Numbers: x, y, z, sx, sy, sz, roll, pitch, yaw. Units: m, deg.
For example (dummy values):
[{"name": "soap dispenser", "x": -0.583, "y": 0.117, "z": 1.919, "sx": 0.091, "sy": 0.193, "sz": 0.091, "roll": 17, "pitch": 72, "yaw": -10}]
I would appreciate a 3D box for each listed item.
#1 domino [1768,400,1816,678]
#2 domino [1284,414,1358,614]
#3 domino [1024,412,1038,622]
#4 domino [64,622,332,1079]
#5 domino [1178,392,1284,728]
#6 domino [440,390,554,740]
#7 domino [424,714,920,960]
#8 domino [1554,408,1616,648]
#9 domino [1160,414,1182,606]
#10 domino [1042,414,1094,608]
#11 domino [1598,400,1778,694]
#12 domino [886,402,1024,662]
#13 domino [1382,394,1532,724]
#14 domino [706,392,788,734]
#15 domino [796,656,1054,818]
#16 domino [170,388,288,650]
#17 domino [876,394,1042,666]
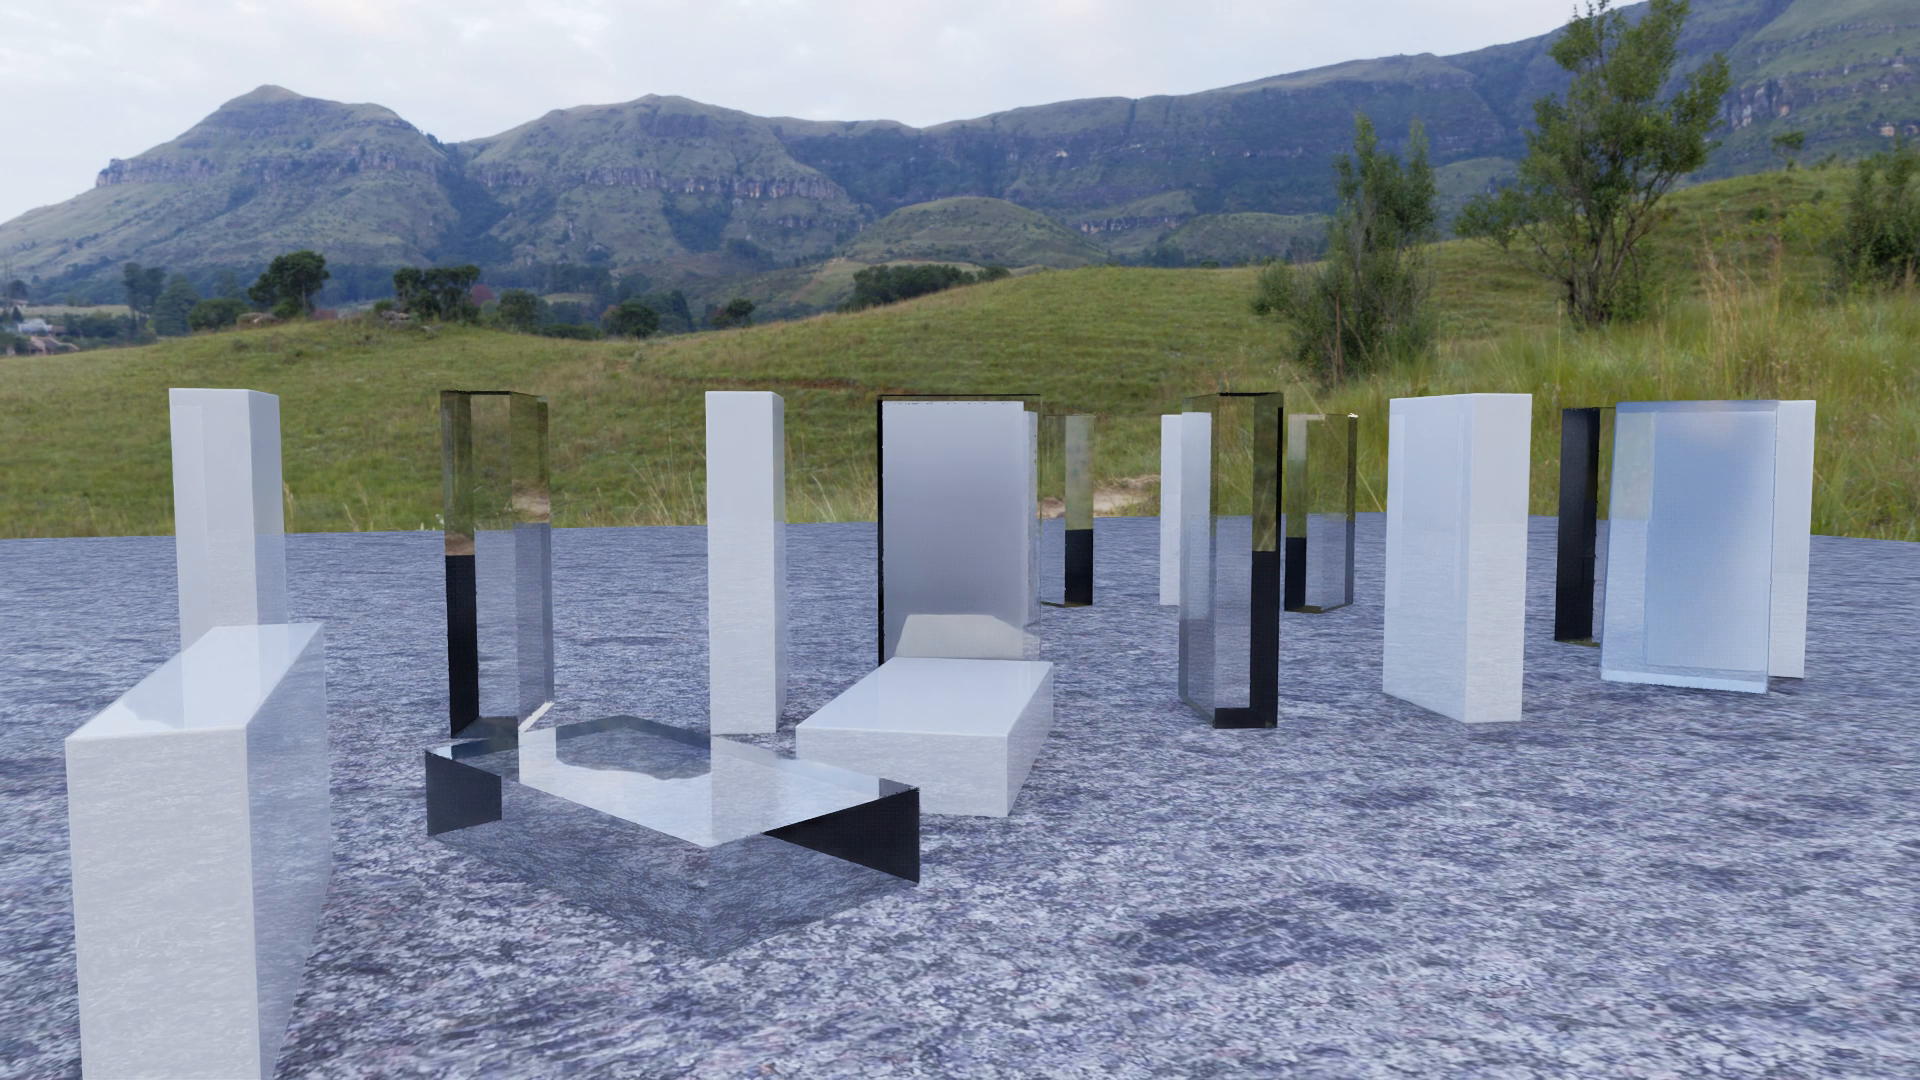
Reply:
[{"name": "domino", "x": 0.143, "y": -0.001, "z": 0.240, "sx": 0.025, "sy": 0.050, "sz": 0.009, "roll": 2, "pitch": 3, "yaw": 24}, {"name": "domino", "x": 0.094, "y": -0.007, "z": 0.332, "sx": 0.009, "sy": 0.050, "sz": 0.025, "roll": 3, "pitch": 5, "yaw": 35}, {"name": "domino", "x": 0.006, "y": -0.006, "z": 0.312, "sx": 0.025, "sy": 0.050, "sz": 0.009, "roll": 1, "pitch": 4, "yaw": 16}, {"name": "domino", "x": -0.058, "y": 0.022, "z": 0.102, "sx": 0.009, "sy": 0.025, "sz": 0.050, "roll": -2, "pitch": 5, "yaw": -21}, {"name": "domino", "x": 0.042, "y": 0.002, "z": 0.203, "sx": 0.009, "sy": 0.050, "sz": 0.025, "roll": 0, "pitch": 4, "yaw": -3}, {"name": "domino", "x": -0.070, "y": 0.003, "z": 0.196, "sx": 0.009, "sy": 0.050, "sz": 0.025, "roll": 0, "pitch": 4, "yaw": -6}, {"name": "domino", "x": -0.031, "y": 0.028, "z": 0.131, "sx": 0.050, "sy": 0.010, "sz": 0.025, "roll": 4, "pitch": 6, "yaw": 42}, {"name": "domino", "x": 0.142, "y": -0.003, "z": 0.276, "sx": 0.025, "sy": 0.050, "sz": 0.009, "roll": -2, "pitch": 5, "yaw": -23}, {"name": "domino", "x": 0.060, "y": -0.009, "z": 0.349, "sx": 0.009, "sy": 0.050, "sz": 0.025, "roll": 1, "pitch": 4, "yaw": 13}, {"name": "domino", "x": 0.024, "y": -0.008, "z": 0.344, "sx": 0.010, "sy": 0.050, "sz": 0.025, "roll": -3, "pitch": 5, "yaw": -34}, {"name": "domino", "x": 0.129, "y": 0.000, "z": 0.227, "sx": 0.025, "sy": 0.050, "sz": 0.009, "roll": 3, "pitch": -15, "yaw": 31}, {"name": "domino", "x": -0.001, "y": 0.000, "z": 0.238, "sx": 0.025, "sy": 0.050, "sz": 0.009, "roll": 0, "pitch": 4, "yaw": -1}, {"name": "domino", "x": 0.079, "y": 0.002, "z": 0.207, "sx": 0.009, "sy": 0.050, "sz": 0.025, "roll": -1, "pitch": 4, "yaw": -10}, {"name": "domino", "x": -0.033, "y": 0.003, "z": 0.199, "sx": 0.009, "sy": 0.050, "sz": 0.025, "roll": 0, "pitch": 4, "yaw": -4}, {"name": "domino", "x": -0.003, "y": 0.025, "z": 0.173, "sx": 0.025, "sy": 0.009, "sz": 0.050, "roll": 1, "pitch": 4, "yaw": 10}, {"name": "domino", "x": -0.107, "y": 0.003, "z": 0.189, "sx": 0.009, "sy": 0.050, "sz": 0.025, "roll": -2, "pitch": 5, "yaw": -19}, {"name": "domino", "x": 0.000, "y": 0.002, "z": 0.202, "sx": 0.025, "sy": 0.050, "sz": 0.009, "roll": 0, "pitch": 4, "yaw": 5}]
